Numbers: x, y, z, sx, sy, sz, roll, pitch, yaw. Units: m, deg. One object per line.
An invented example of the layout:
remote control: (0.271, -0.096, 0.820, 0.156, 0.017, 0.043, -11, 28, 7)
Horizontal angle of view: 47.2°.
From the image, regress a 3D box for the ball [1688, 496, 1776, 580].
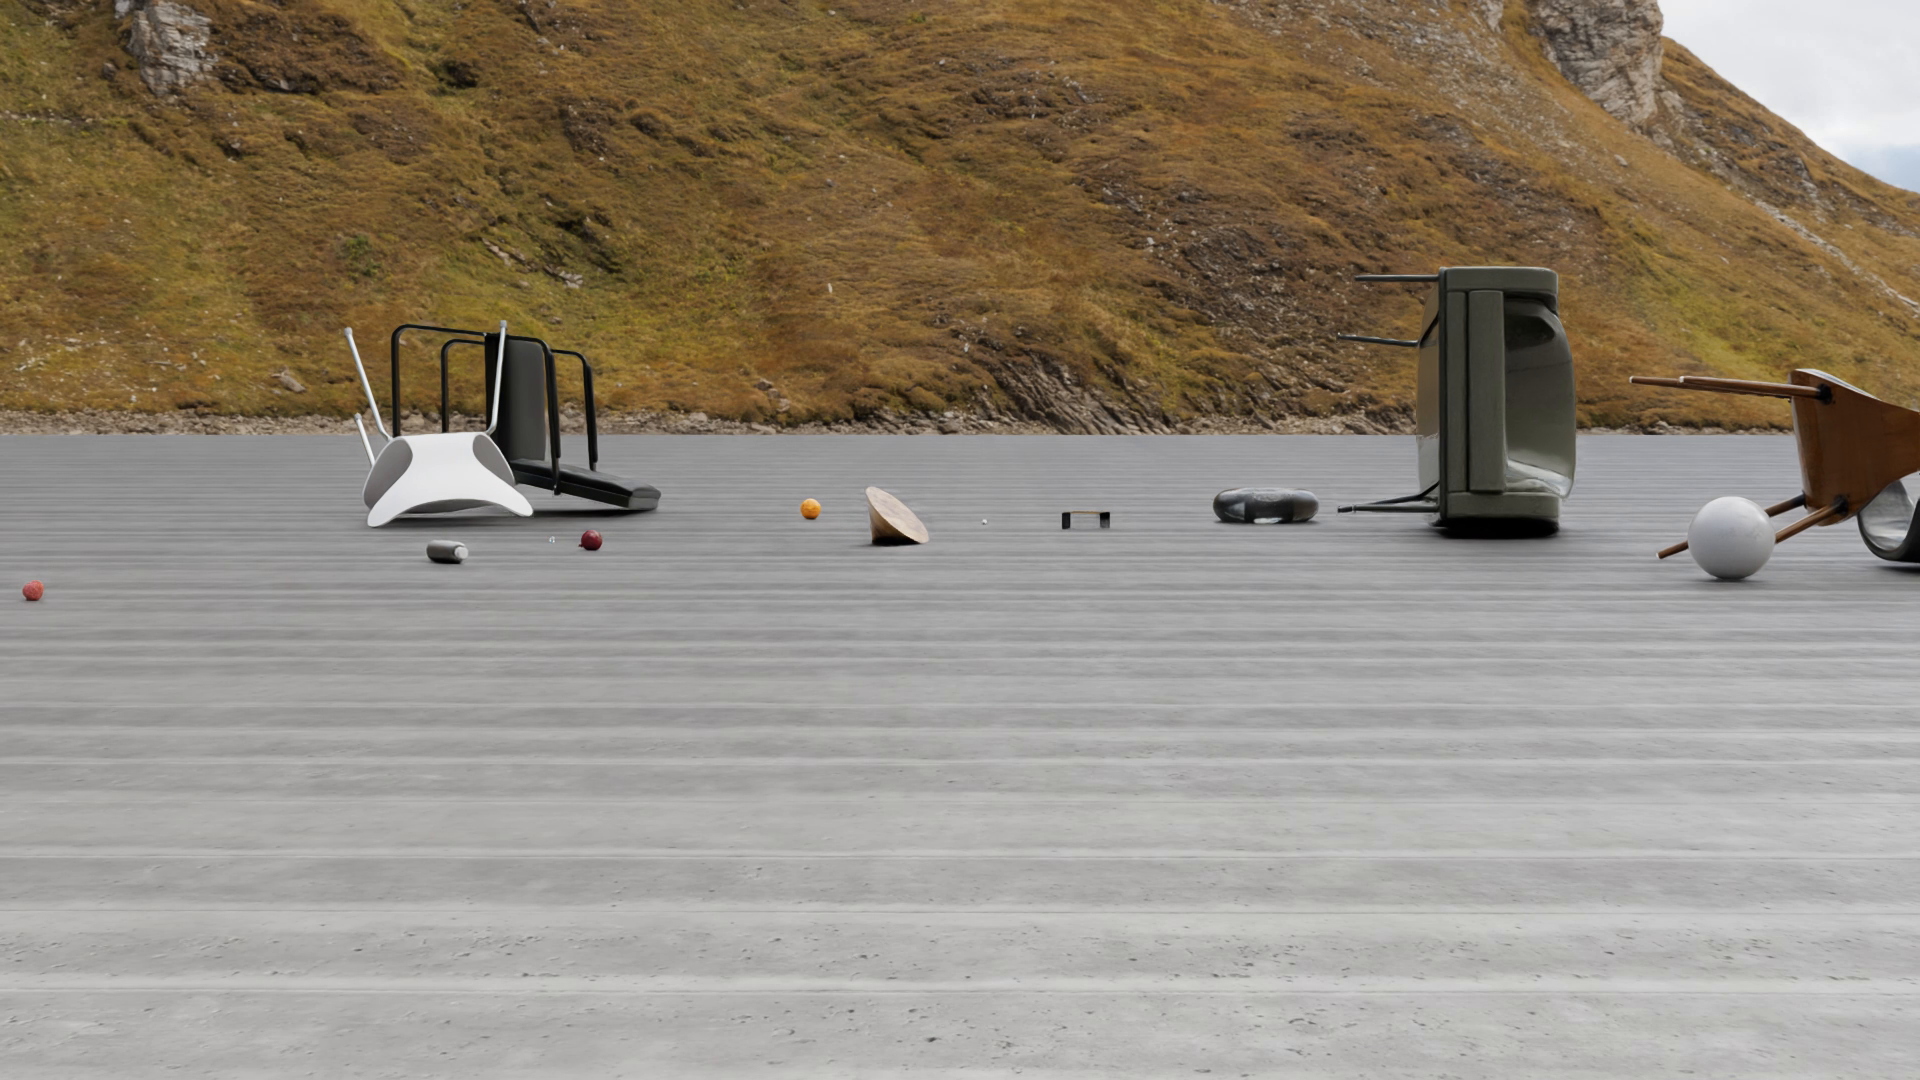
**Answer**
ball: (1.815, -0.004, 5.174, 0.197, 0.197, 0.197, 0, 4, 0)

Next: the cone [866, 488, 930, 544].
cone: (-0.219, -0.033, 6.435, 0.261, 0.115, 0.223, 23, 26, -54)

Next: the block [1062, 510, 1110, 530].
block: (0.406, -0.063, 7.074, 0.118, 0.053, 0.115, 2, 4, 26)

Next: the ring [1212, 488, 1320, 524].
ring: (1.041, -0.118, 7.482, 0.383, 0.109, 0.317, -3, 6, -30)
